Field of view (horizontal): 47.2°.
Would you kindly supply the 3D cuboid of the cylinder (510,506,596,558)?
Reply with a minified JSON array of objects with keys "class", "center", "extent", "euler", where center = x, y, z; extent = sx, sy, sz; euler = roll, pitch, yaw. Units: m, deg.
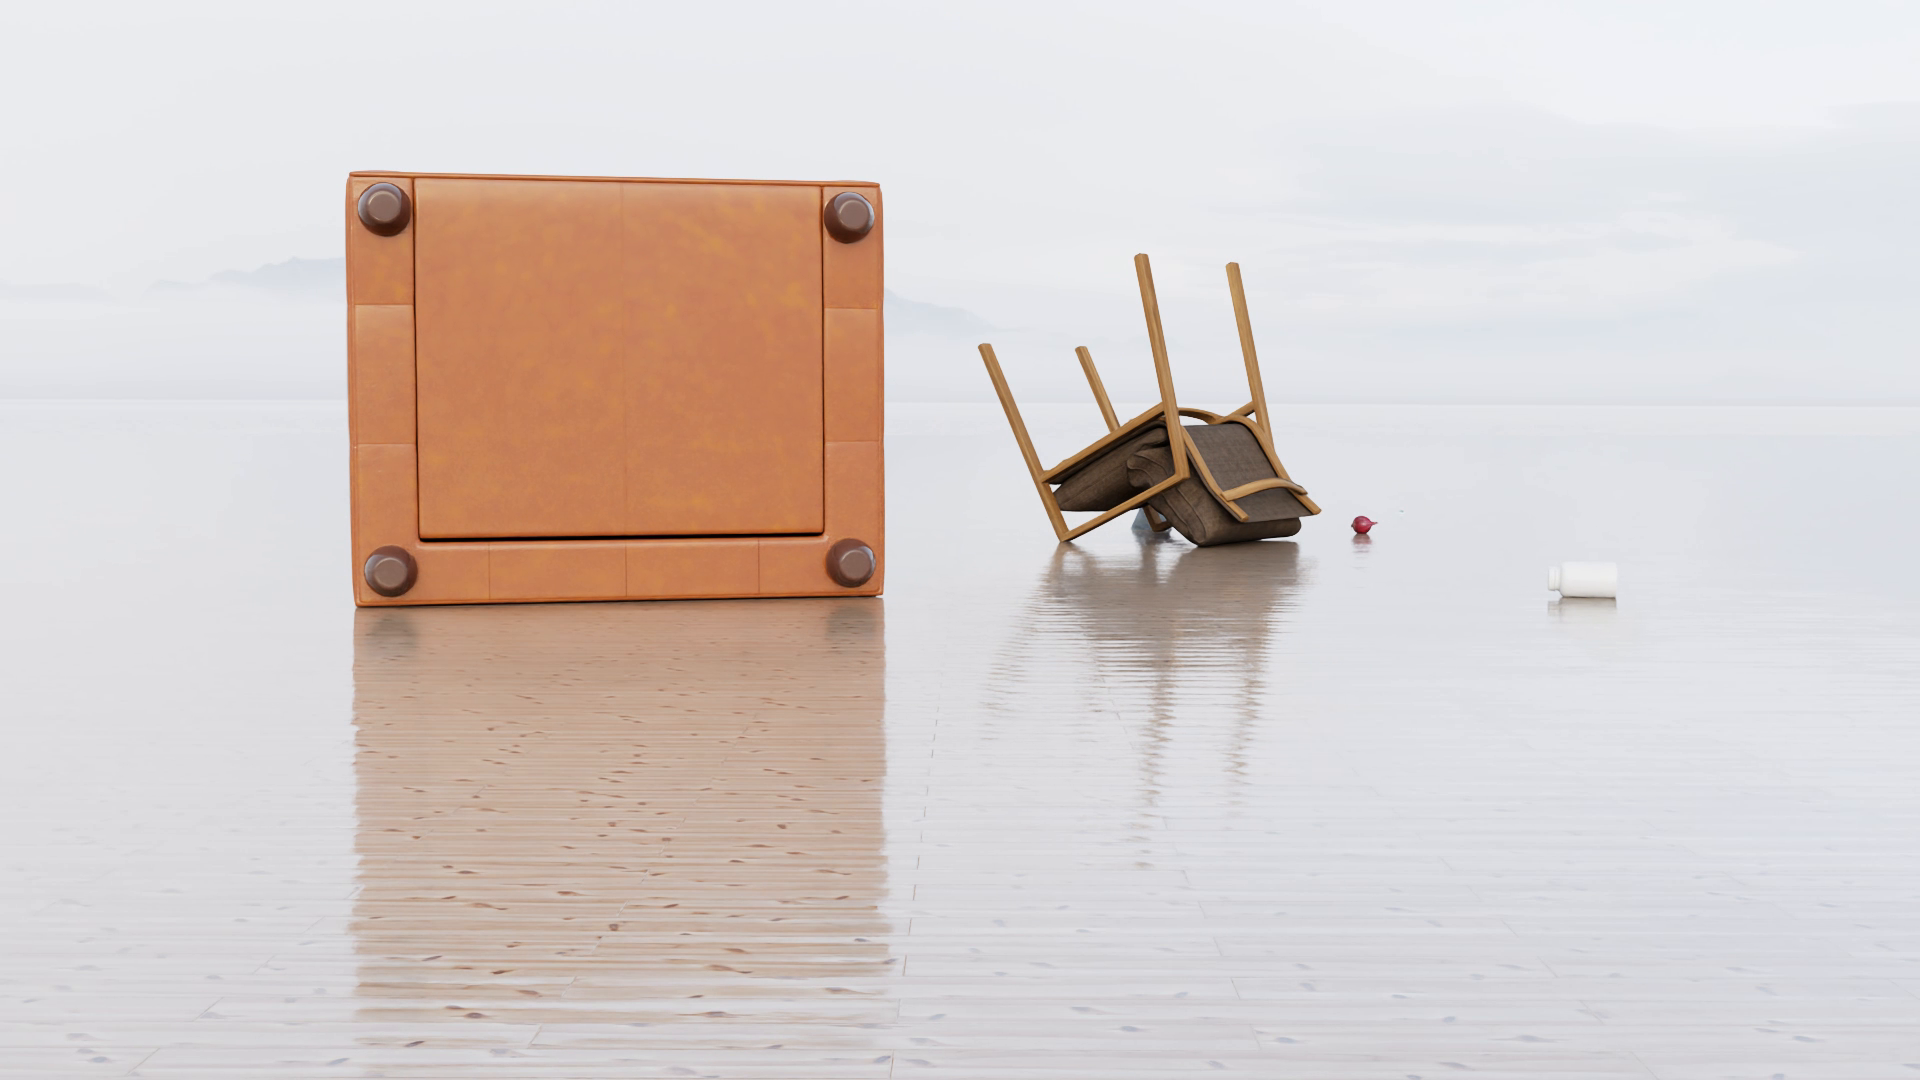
[{"class":"cylinder","center":[-1.096,-0.023,5.918],"extent":[0.180,0.122,0.186],"euler":[-2,26,-31]}]

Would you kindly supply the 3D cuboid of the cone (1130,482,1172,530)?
[{"class":"cone","center":[0.616,-0.113,7.064],"extent":[0.135,0.154,0.134],"euler":[0,4,5]}]
